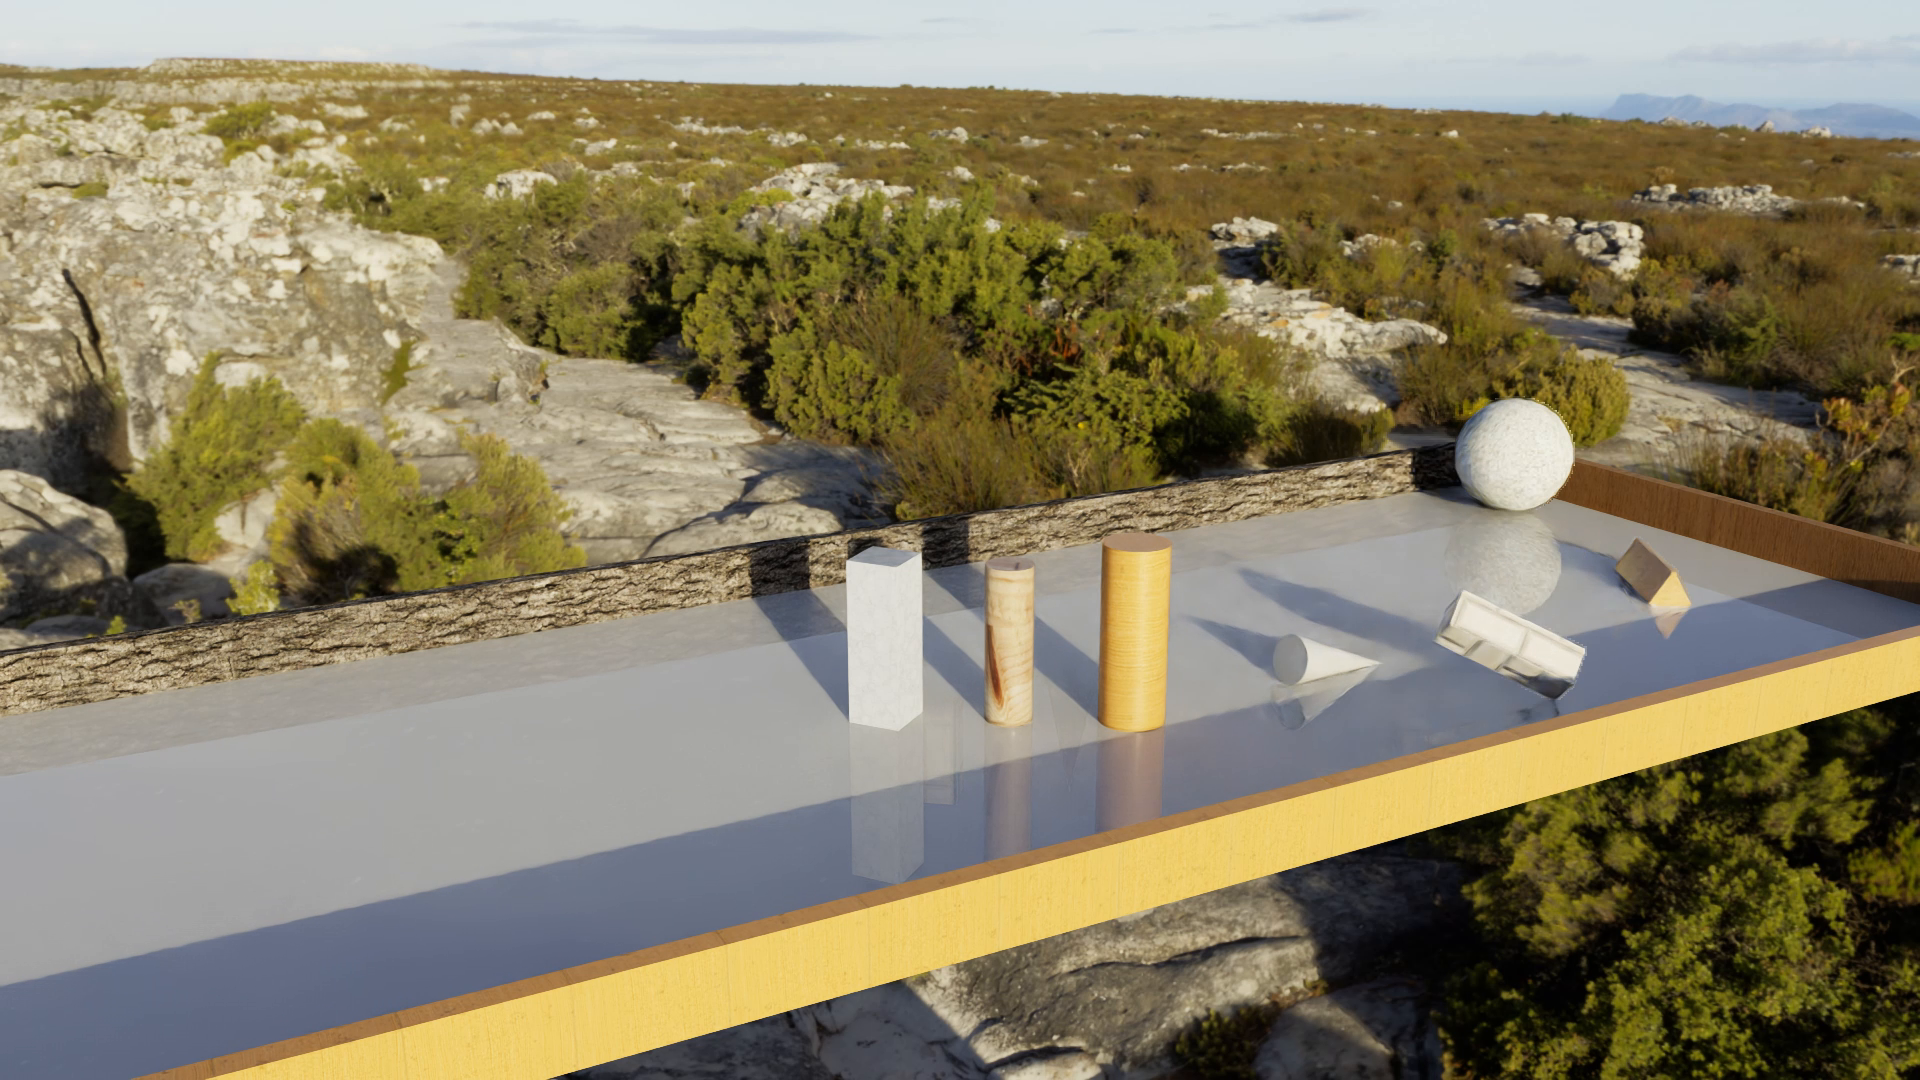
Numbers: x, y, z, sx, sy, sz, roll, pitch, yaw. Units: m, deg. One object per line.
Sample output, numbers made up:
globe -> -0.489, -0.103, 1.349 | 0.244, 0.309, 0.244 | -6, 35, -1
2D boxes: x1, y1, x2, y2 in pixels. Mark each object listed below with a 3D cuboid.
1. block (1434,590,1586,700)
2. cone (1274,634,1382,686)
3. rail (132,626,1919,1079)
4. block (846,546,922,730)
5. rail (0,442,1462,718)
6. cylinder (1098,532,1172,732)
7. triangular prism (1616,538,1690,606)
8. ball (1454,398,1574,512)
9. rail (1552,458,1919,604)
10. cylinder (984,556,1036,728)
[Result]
block -> 1.337, 0.256, 4.017 | 0.320, 0.105, 0.105 | 26, 64, 6
cone -> 0.960, 0.308, 4.193 | 0.313, 0.128, 0.128 | 4, 12, -30
rail -> -2.336, 1.006, 1.665 | 12.000, 0.150, 0.050 | -9, 18, -27
block -> -0.175, 0.229, 3.867 | 0.129, 0.399, 0.129 | 7, 18, 24
rail -> -3.305, 0.497, 3.399 | 12.000, 0.150, 0.050 | -9, 18, -27
cylinder -> 0.406, 0.215, 3.848 | 0.160, 0.437, 0.160 | 0, 16, 0
triangular prism -> 2.045, 0.090, 4.866 | 0.113, 0.098, 0.342 | 1, 16, 5
ball -> 1.898, -0.292, 5.662 | 0.387, 0.387, 0.387 | 0, 16, 0
rail -> 2.466, -0.048, 5.253 | 0.050, 0.150, 2.100 | -9, 18, -27
cylinder -> 0.115, 0.239, 3.865 | 0.116, 0.383, 0.116 | 0, 16, 0
